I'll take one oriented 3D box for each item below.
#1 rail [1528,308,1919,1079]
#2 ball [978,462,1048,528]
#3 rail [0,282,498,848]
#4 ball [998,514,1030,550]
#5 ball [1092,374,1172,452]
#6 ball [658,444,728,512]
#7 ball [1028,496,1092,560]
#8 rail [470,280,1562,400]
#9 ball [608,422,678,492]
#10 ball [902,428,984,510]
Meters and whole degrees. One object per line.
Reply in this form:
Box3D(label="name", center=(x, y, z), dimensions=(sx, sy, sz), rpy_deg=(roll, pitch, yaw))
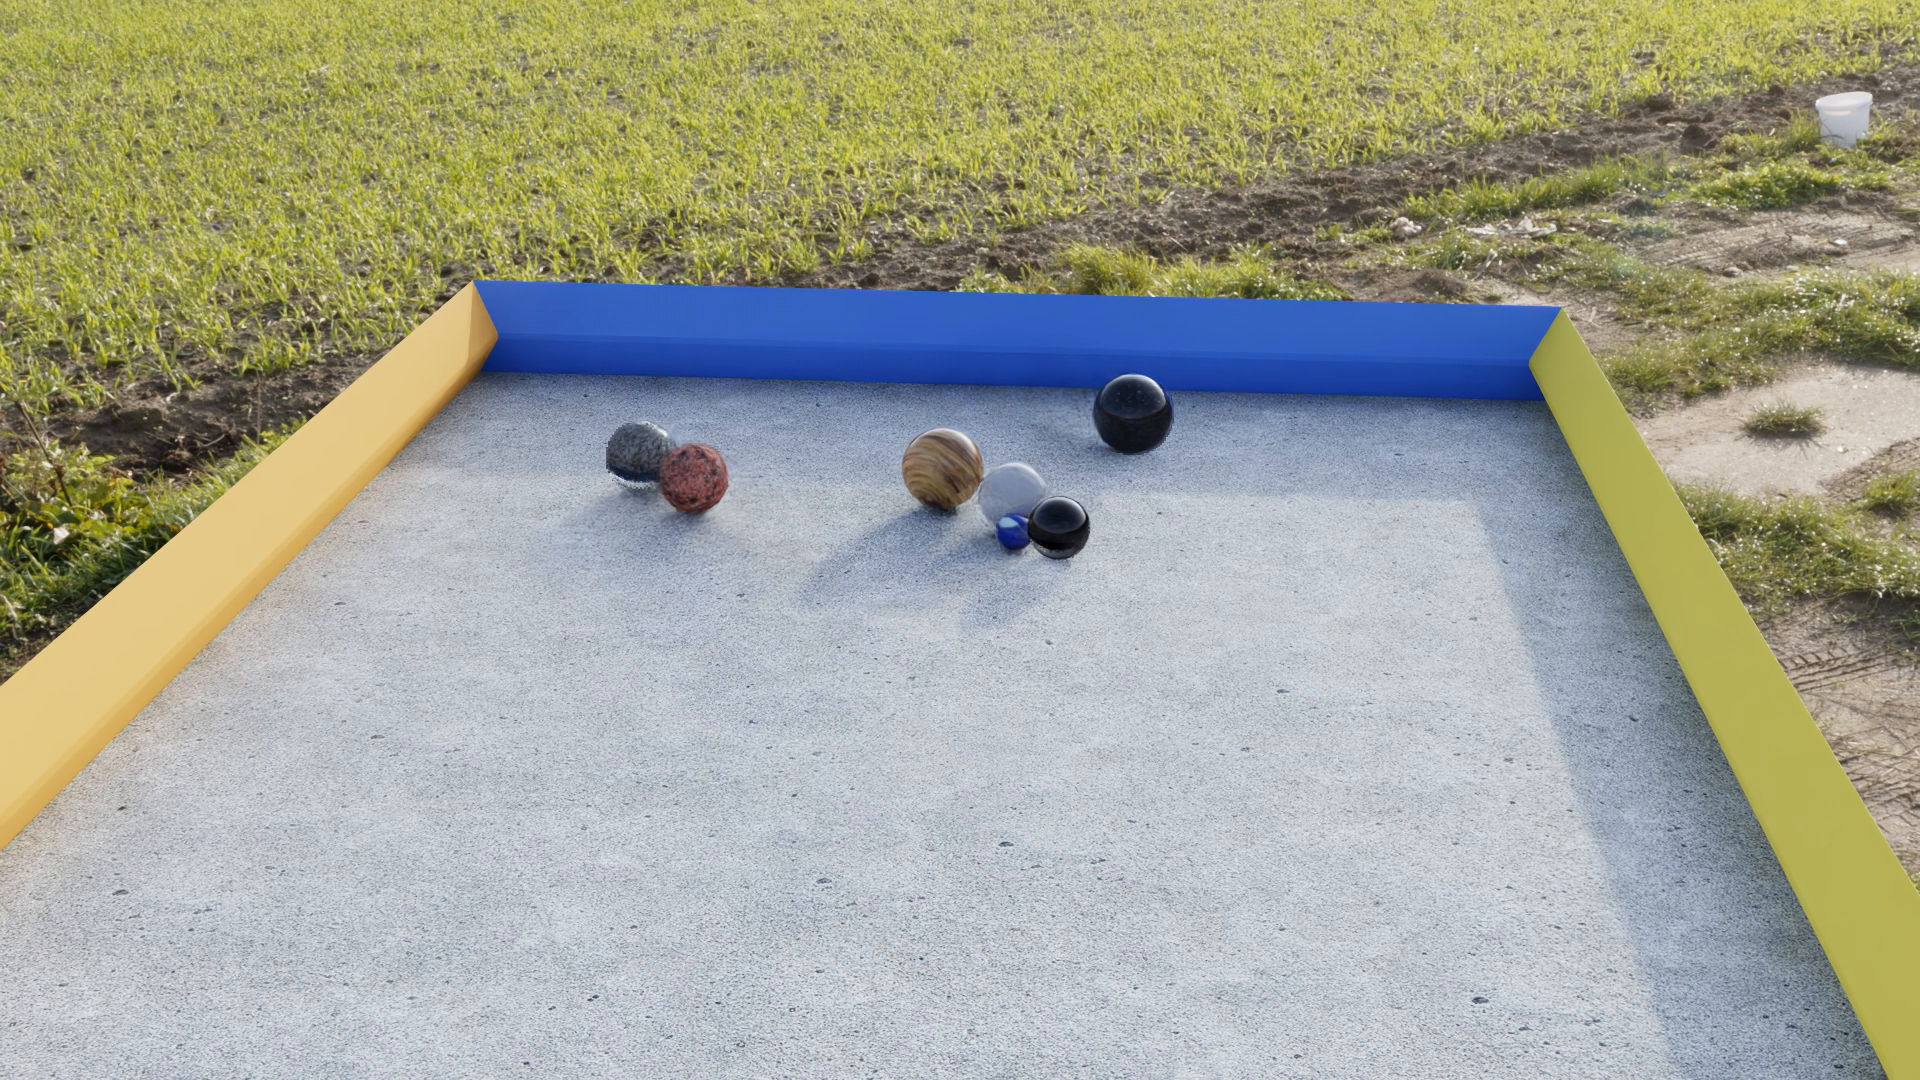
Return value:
Box3D(label="rail", center=(0.644, 0.243, 1.662), dimensions=(0.045, 0.128, 2.679), rpy_deg=(2, 22, 5))
Box3D(label="ball", center=(0.060, -0.048, 2.467), dimensions=(0.079, 0.079, 0.079), rpy_deg=(0, 22, 0))
Box3D(label="rail", center=(-0.767, 0.195, 1.783), dimensions=(0.045, 0.128, 2.679), rpy_deg=(2, 22, 5))
Box3D(label="ball", center=(0.061, -0.009, 2.421), dimensions=(0.040, 0.040, 0.040), rpy_deg=(0, 22, 0))
Box3D(label="ball", center=(0.213, -0.157, 2.718), dimensions=(0.098, 0.098, 0.098), rpy_deg=(0, 22, 0))
Box3D(label="ball", center=(-0.306, -0.071, 2.525), dimensions=(0.079, 0.079, 0.079), rpy_deg=(0, 22, 0))
Box3D(label="ball", center=(0.108, -0.013, 2.394), dimensions=(0.069, 0.069, 0.069), rpy_deg=(0, 22, 0))
Box3D(label="rail", center=(0.059, -0.262, 2.941), dimensions=(1.464, 0.128, 0.045), rpy_deg=(2, 22, 5))
Box3D(label="ball", center=(-0.373, -0.097, 2.589), dimensions=(0.083, 0.083, 0.083), rpy_deg=(0, 22, 0))
Box3D(label="ball", center=(-0.020, -0.083, 2.535), dimensions=(0.094, 0.094, 0.094), rpy_deg=(0, 22, 0))
